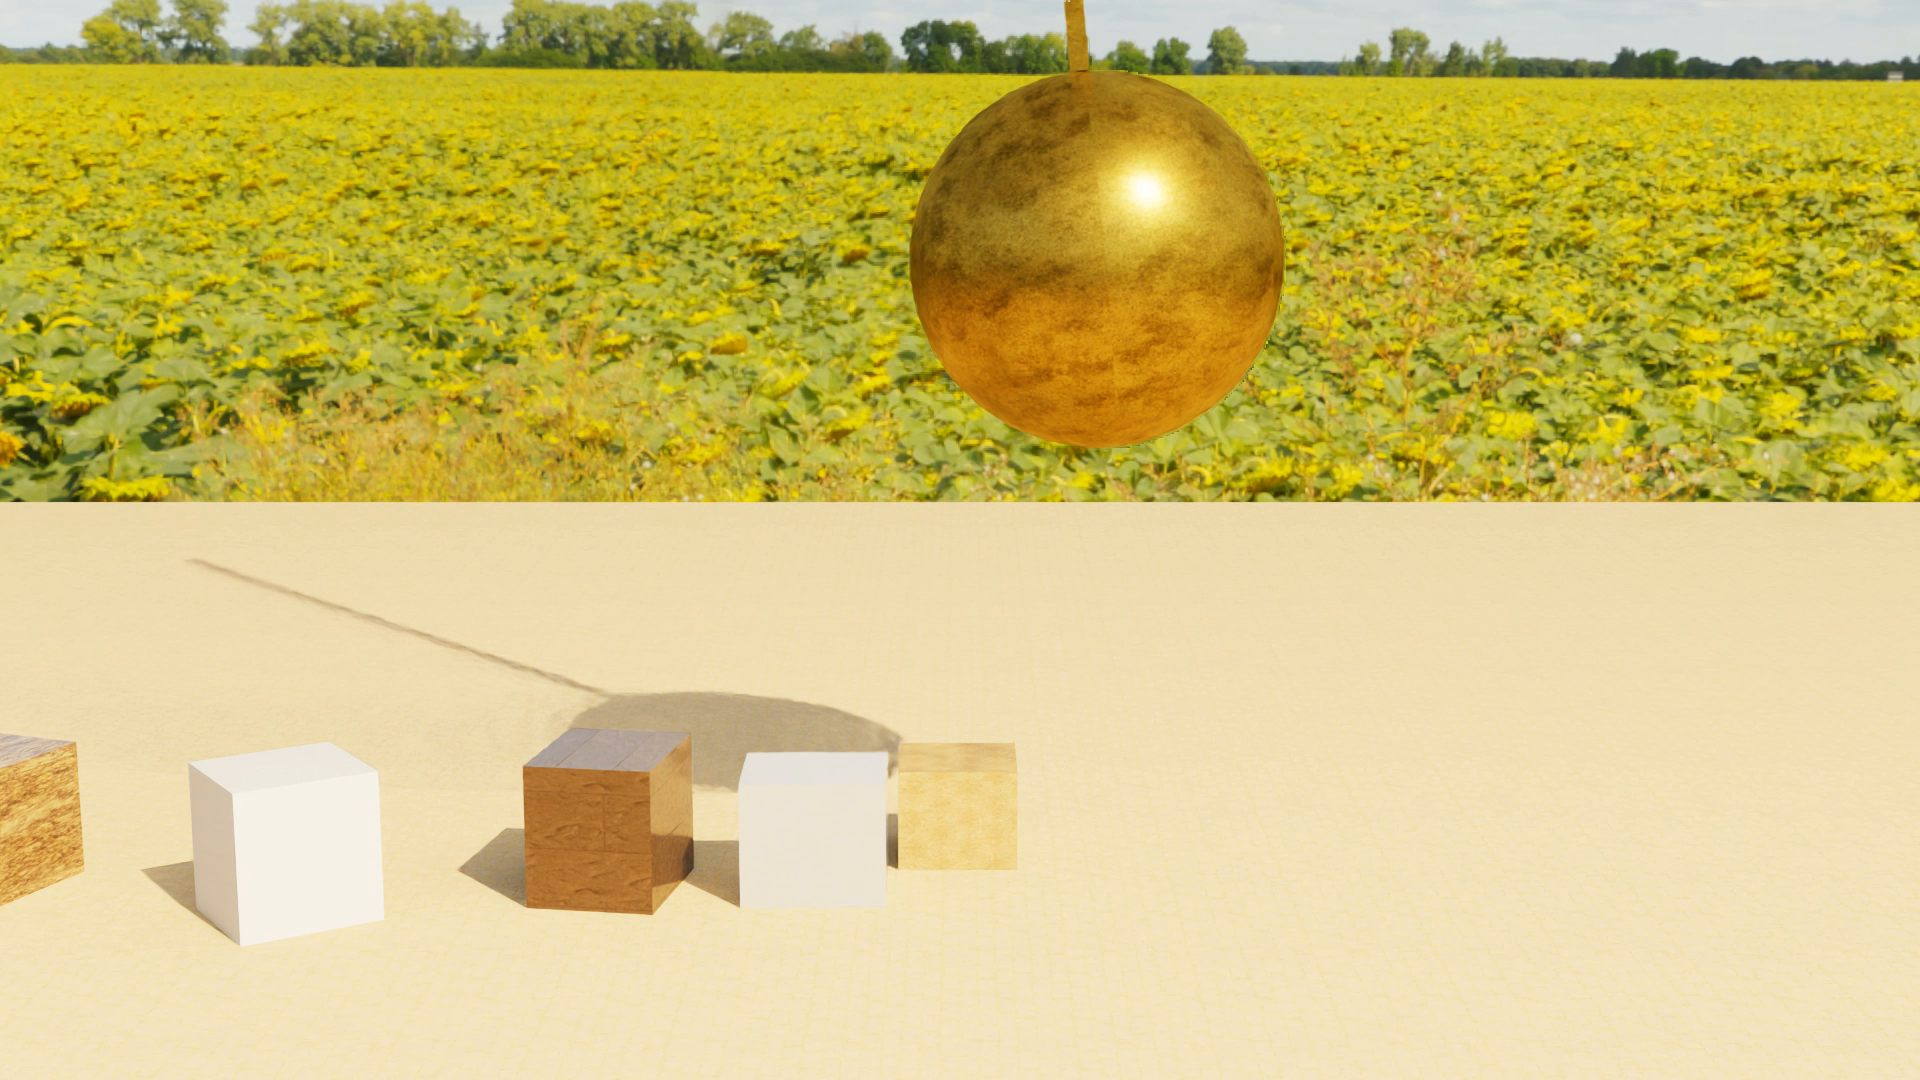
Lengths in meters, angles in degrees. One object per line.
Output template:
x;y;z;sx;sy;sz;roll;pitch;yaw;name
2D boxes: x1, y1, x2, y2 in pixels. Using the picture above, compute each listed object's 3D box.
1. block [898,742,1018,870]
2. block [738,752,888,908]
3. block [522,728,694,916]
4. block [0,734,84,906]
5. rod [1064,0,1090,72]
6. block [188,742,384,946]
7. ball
-0.010;1.207;11.669;0.530;0.451;0.511;0;10;0;block
-0.628;1.255;11.144;0.622;0.544;0.518;0;10;0;block
-1.518;1.212;11.154;0.555;0.625;0.662;2;10;9;block
-4.275;1.213;11.233;0.574;0.594;0.567;4;11;21;block
0.252;-4.525;10.358;0.080;5.200;0.080;-5;10;1;rod
-2.836;1.266;10.798;0.614;0.645;0.581;-7;12;-33;block
0.582;-1.196;10.963;1.600;1.600;1.600;0;10;0;ball
